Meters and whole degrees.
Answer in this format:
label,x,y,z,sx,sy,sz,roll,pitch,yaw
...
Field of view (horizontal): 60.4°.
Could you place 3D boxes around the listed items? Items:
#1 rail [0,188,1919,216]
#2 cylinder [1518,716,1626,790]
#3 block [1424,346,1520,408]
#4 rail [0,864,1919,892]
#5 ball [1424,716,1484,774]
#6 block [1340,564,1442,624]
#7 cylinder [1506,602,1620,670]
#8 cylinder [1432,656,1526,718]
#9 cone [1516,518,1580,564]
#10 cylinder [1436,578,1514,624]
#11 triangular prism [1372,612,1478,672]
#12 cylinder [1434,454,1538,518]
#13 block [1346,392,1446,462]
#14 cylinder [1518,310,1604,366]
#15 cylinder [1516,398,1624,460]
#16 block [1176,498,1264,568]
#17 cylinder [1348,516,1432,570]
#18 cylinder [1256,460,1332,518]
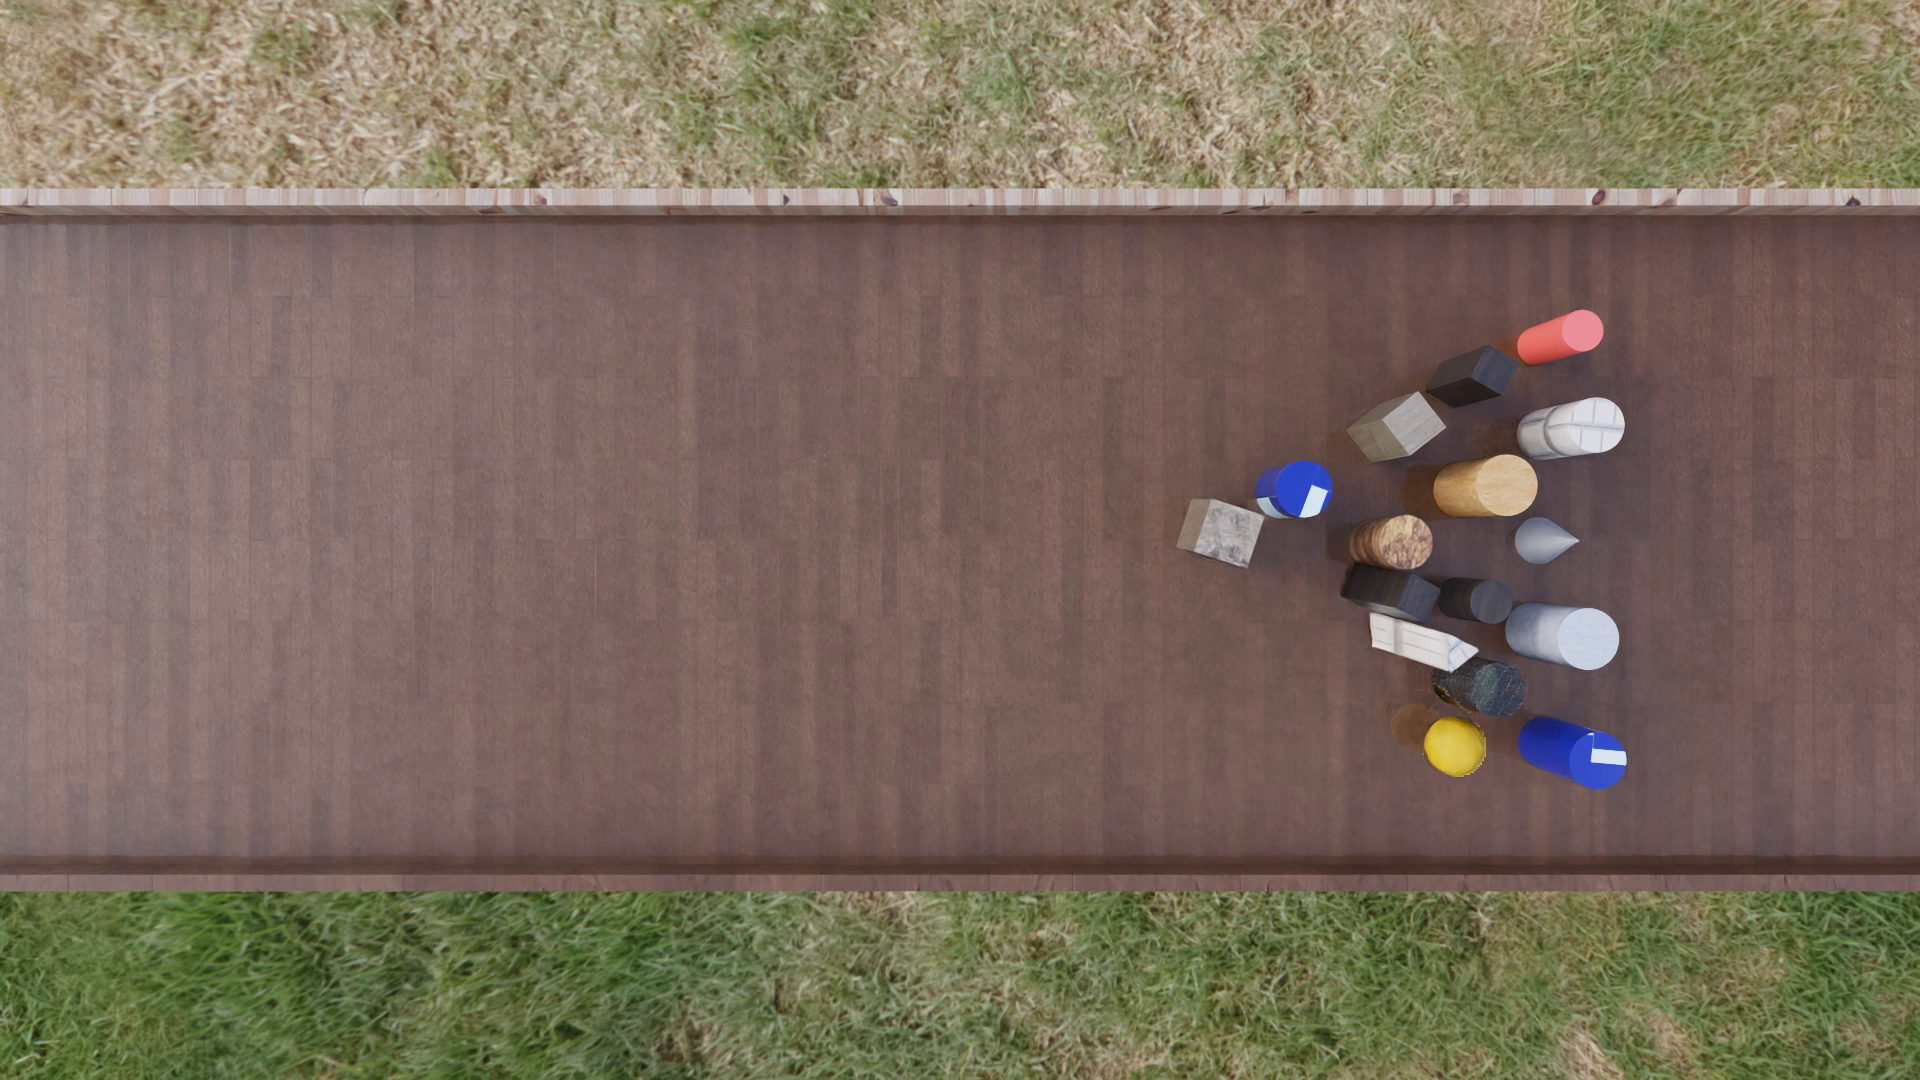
label,x,y,z,sx,sy,sz,roll,pitch,yaw
rail,-2.247,-1.025,5.002,12.000,0.150,0.050,0,90,0
cylinder,1.799,0.623,4.864,0.162,0.425,0.162,0,90,0
block,1.502,-0.477,4.853,0.104,0.446,0.104,30,90,0
rail,-2.247,1.025,5.001,12.000,0.150,0.050,0,90,0
ball,1.462,0.609,4.883,0.172,0.172,0.172,0,90,0
block,1.275,0.156,4.901,0.110,0.329,0.110,26,87,-16
cylinder,1.764,0.278,4.854,0.174,0.445,0.174,0,90,0
cylinder,1.535,0.429,4.891,0.158,0.368,0.158,0,90,-1
cone,1.781,0.002,4.908,0.145,0.337,0.145,0,90,0
cylinder,1.529,0.178,4.910,0.127,0.334,0.127,0,90,0
triangular prism,1.342,0.282,4.852,0.106,0.427,0.092,-36,105,-10
cylinder,1.544,-0.155,4.866,0.174,0.420,0.174,0,90,0
block,1.277,-0.328,4.857,0.129,0.439,0.129,-38,90,0
cylinder,1.774,-0.597,4.888,0.118,0.377,0.118,0,90,0
cylinder,1.791,-0.324,4.857,0.156,0.440,0.156,0,90,0
block,0.762,-0.023,4.864,0.157,0.422,0.157,18,91,0
cylinder,1.276,0.009,4.902,0.156,0.347,0.156,0,89,-1
cylinder,0.990,-0.147,4.909,0.163,0.335,0.163,0,90,0
